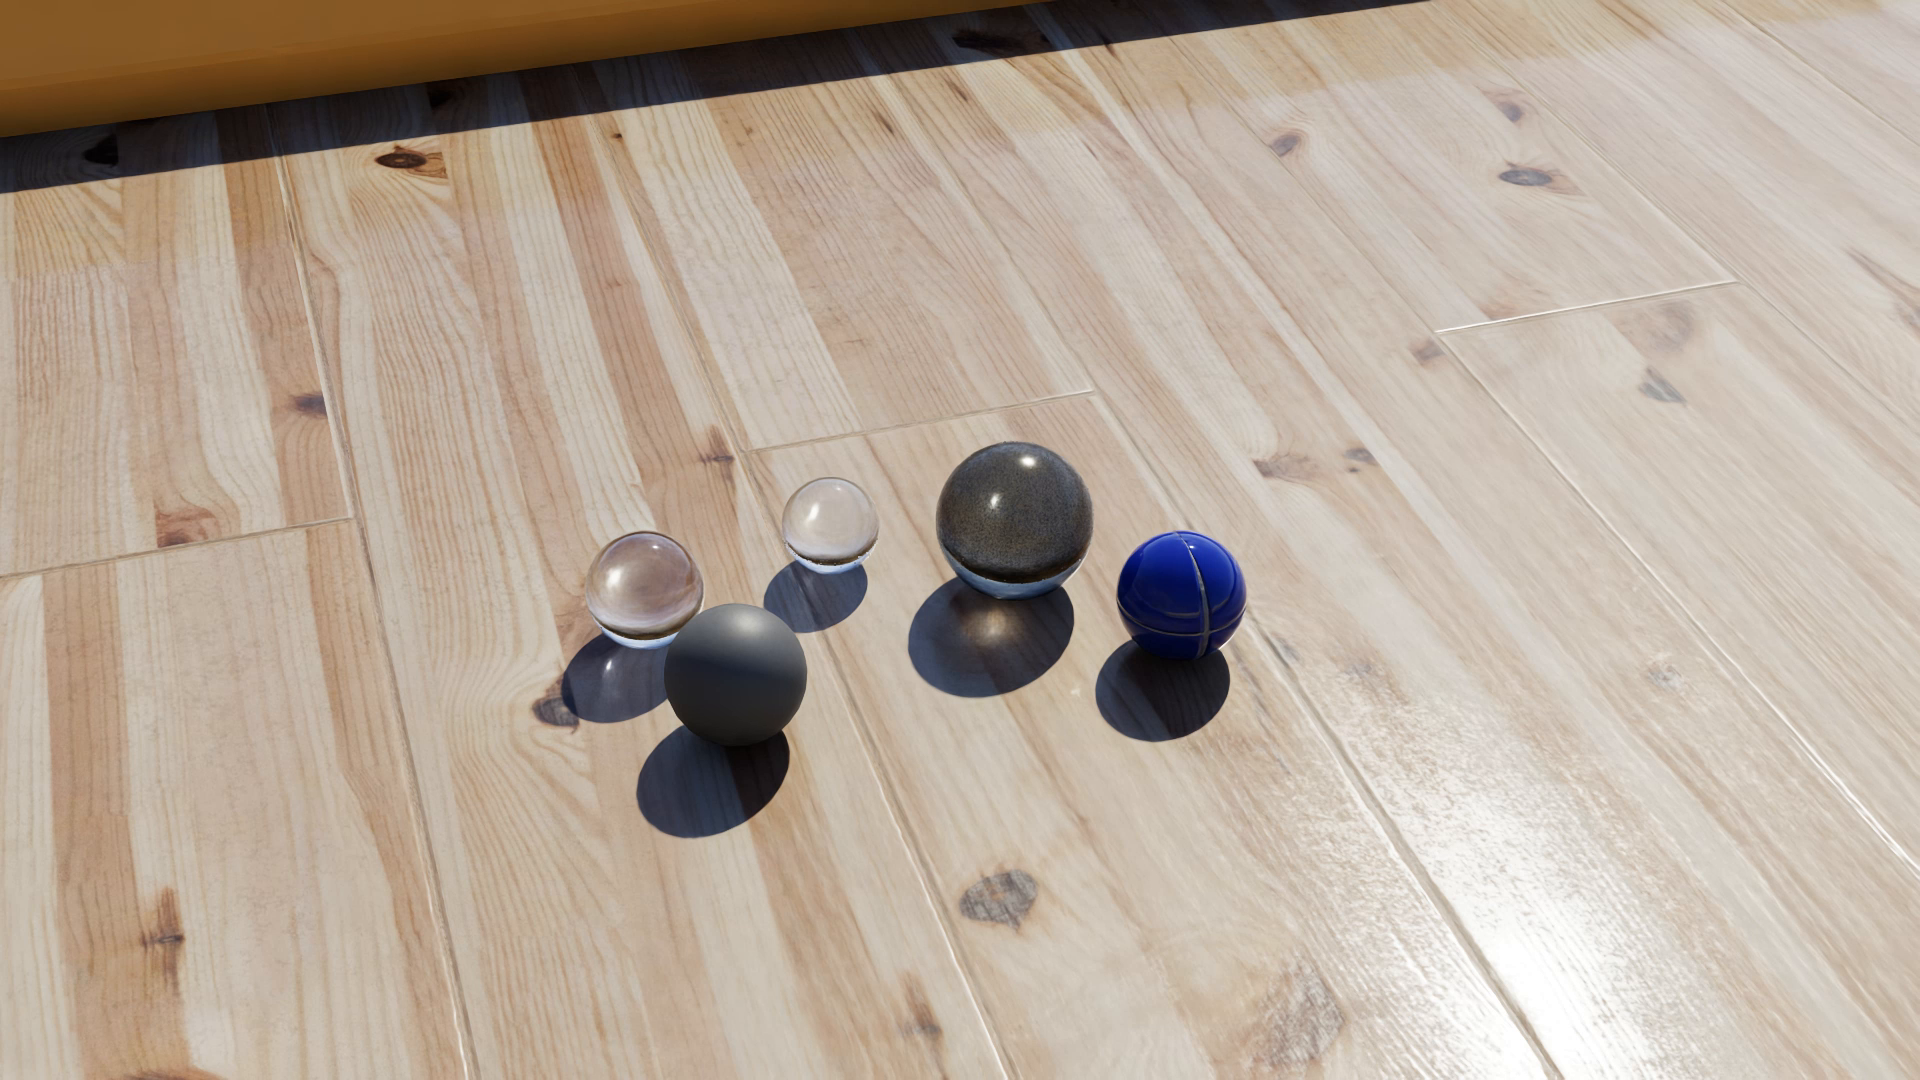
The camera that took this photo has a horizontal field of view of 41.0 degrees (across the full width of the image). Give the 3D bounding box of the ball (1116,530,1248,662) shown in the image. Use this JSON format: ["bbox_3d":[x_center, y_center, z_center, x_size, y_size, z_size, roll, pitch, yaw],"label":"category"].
[{"bbox_3d":[0.129,0.032,1.496,0.077,0.077,0.077,0,36,0],"label":"ball"}]

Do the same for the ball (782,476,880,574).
[{"bbox_3d":[-0.079,-0.009,1.567,0.061,0.061,0.061,0,36,0],"label":"ball"}]

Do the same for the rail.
[{"bbox_3d":[0.451,-0.584,2.313,2.877,0.125,0.045,-10,37,-14],"label":"rail"}]

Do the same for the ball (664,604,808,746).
[{"bbox_3d":[-0.125,0.075,1.433,0.080,0.080,0.080,0,36,0],"label":"ball"}]

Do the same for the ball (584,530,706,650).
[{"bbox_3d":[-0.185,0.029,1.505,0.071,0.071,0.071,0,36,0],"label":"ball"}]

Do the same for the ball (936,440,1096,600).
[{"bbox_3d":[0.033,-0.011,1.540,0.096,0.096,0.096,0,36,0],"label":"ball"}]
